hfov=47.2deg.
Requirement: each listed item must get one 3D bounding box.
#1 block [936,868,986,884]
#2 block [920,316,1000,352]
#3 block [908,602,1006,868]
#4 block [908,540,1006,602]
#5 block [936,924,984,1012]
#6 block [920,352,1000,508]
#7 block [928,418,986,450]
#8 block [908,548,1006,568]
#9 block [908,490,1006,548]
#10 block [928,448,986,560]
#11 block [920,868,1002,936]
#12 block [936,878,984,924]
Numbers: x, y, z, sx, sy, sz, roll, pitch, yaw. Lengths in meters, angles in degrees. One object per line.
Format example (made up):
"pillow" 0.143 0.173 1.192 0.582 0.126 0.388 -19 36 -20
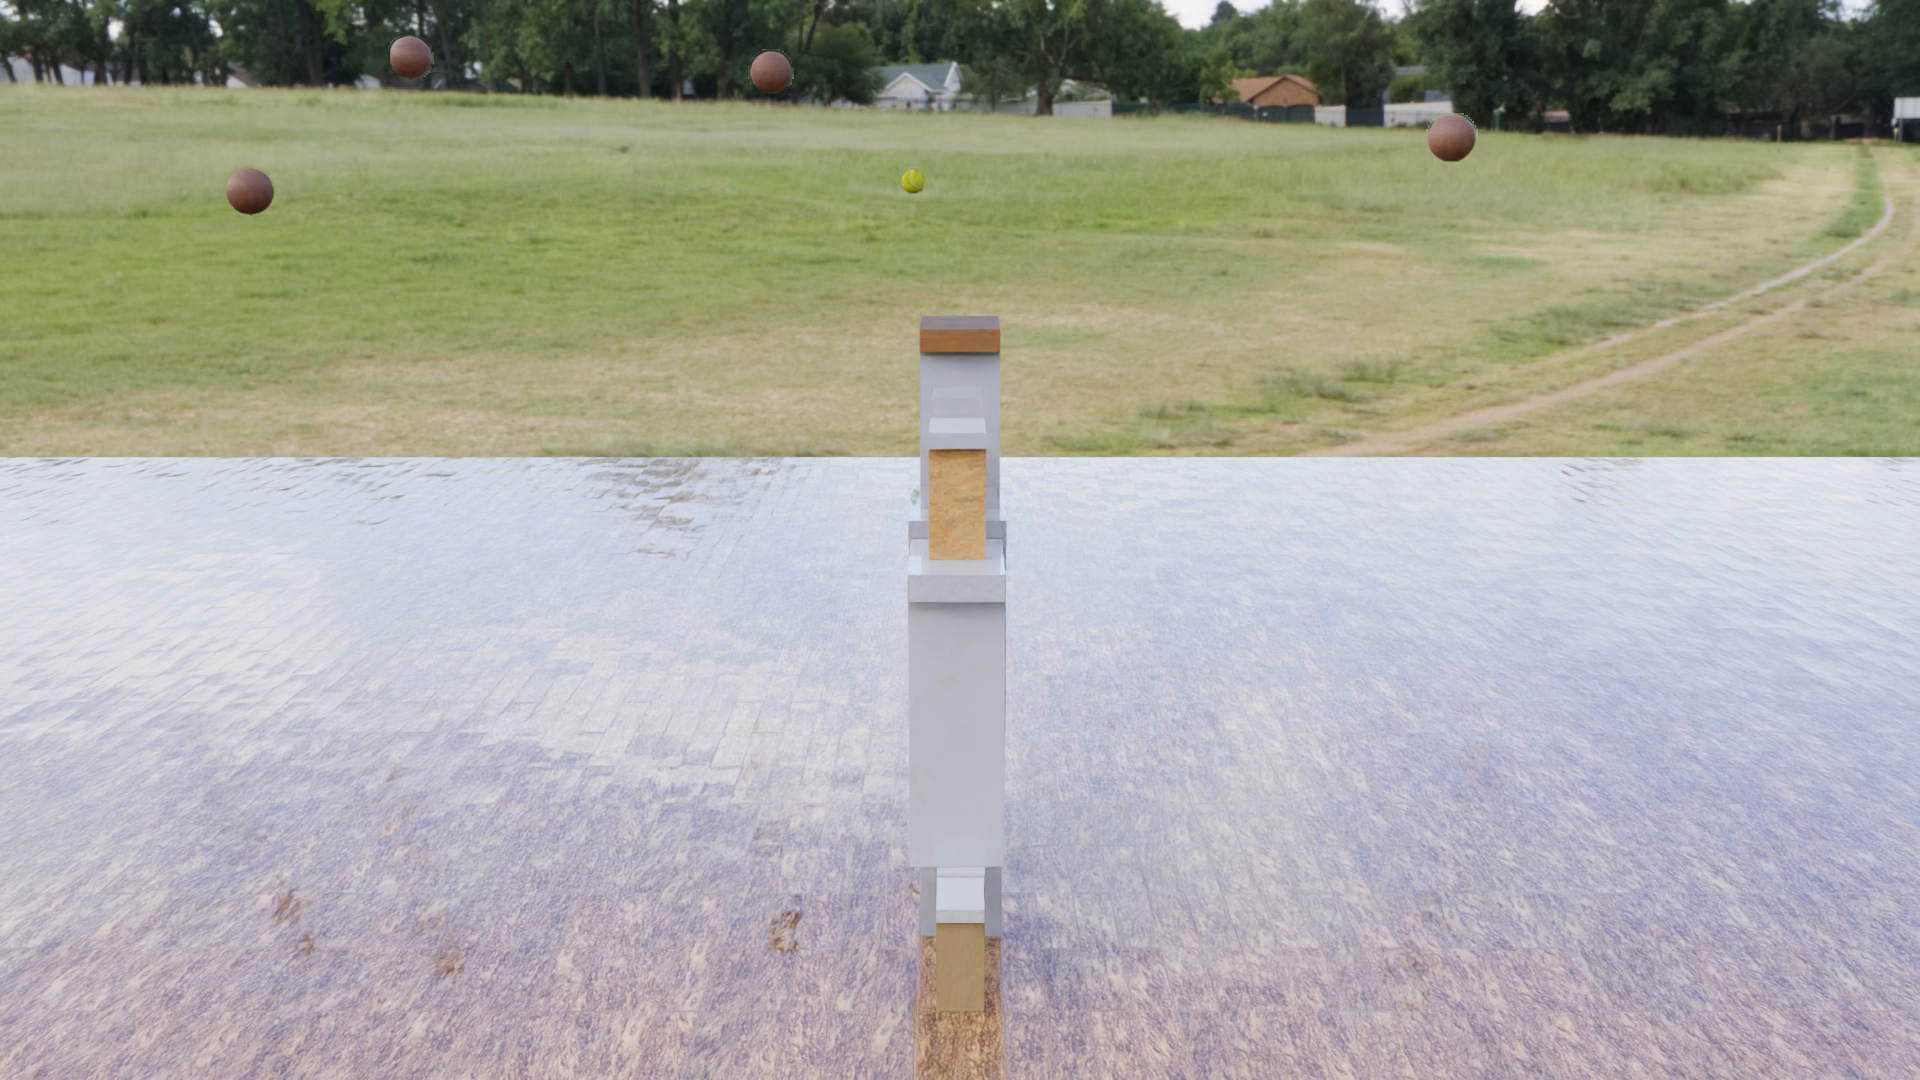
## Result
"block" 0.001 0.494 3.347 0.072 0.020 0.143 0 11 0
"block" 0.000 -0.342 3.637 0.129 0.037 0.258 0 11 0
"block" -0.005 0.285 3.287 0.143 0.413 0.041 0 10 0
"block" -0.005 0.045 3.340 0.143 0.041 0.286 0 11 0
"block" 0.000 0.611 3.176 0.069 0.139 0.020 0 11 0
"block" 0.000 -0.181 3.579 0.129 0.258 0.037 0 11 0
"block" -0.004 -0.162 3.346 0.085 0.024 0.170 0 11 0
"block" -0.004 0.156 3.563 0.156 0.311 0.044 0 11 0
"block" -0.005 -0.037 3.633 0.156 0.044 0.311 0 11 0
"block" -0.004 -0.057 3.308 0.085 0.170 0.024 0 10 0
"block" 0.002 0.498 3.469 0.127 0.254 0.036 0 11 0
"block" 0.001 0.525 3.207 0.069 0.020 0.139 0 11 0
